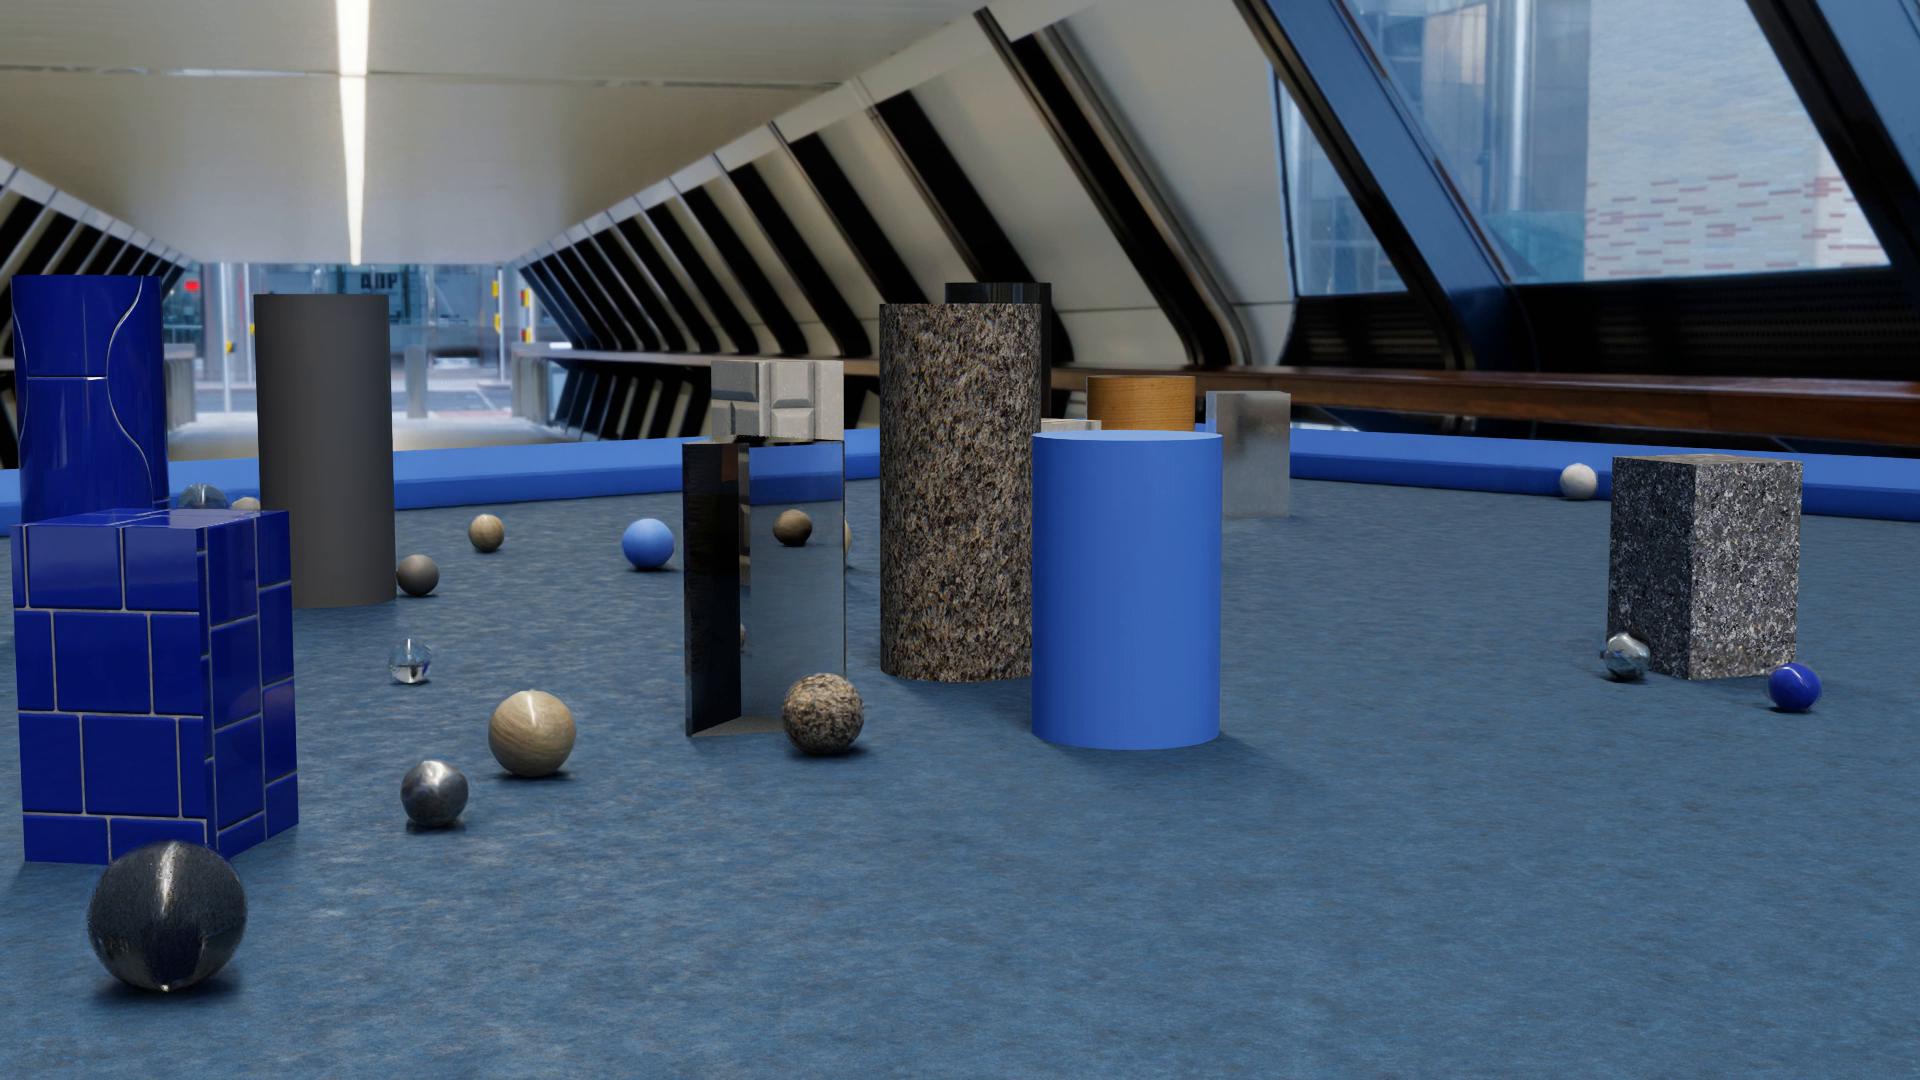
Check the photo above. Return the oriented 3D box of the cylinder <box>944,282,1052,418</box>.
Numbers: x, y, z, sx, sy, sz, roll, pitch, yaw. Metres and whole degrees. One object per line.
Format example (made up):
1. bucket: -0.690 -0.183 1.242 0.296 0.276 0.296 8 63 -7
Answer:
1. cylinder: 0.071 -0.232 4.121 0.200 0.497 0.200 0 6 0

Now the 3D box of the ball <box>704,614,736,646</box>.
1. ball: -0.319 0.120 2.929 0.044 0.044 0.044 0 6 0

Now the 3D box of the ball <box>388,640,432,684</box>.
1. ball: -0.661 0.145 2.640 0.053 0.053 0.053 0 6 0

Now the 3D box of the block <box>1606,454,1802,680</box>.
1. block: 0.929 0.029 2.751 0.160 0.261 0.160 -2 6 -20

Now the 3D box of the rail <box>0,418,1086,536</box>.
1. rail: -1.378 -0.121 4.817 4.836 0.130 0.045 -5 8 -42

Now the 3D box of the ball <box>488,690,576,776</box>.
1. ball: -0.411 0.185 2.109 0.083 0.083 0.083 0 6 0

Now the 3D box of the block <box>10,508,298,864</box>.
1. block: -0.668 0.118 1.838 0.160 0.274 0.160 1 6 9

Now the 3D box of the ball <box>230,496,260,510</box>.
1. ball: -1.431 -0.050 4.420 0.073 0.073 0.073 0 6 0

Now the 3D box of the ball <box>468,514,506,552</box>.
1. ball: -0.881 -0.013 4.090 0.068 0.068 0.068 0 6 0

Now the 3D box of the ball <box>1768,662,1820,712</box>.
1. ball: 0.931 0.164 2.454 0.054 0.054 0.054 0 6 0

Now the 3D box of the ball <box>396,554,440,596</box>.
1. ball: -0.849 0.055 3.446 0.065 0.065 0.065 0 6 0

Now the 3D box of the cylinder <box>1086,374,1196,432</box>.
1. cylinder: 0.330 -0.136 4.026 0.200 0.326 0.200 0 6 0

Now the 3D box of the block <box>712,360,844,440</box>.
1. block: -0.304 -0.117 3.662 0.160 0.362 0.160 -4 7 -35

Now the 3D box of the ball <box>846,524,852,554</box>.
1. ball: -0.240 -0.003 3.836 0.100 0.100 0.100 0 6 0

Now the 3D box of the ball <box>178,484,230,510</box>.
1. ball: -1.524 -0.063 4.432 0.097 0.097 0.097 0 6 0

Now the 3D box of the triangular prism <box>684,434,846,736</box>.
1. triangular prism: -0.229 0.043 2.390 0.173 0.308 0.150 -2 6 -19

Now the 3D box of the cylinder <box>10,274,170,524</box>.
1. cylinder: -1.236 -0.128 3.138 0.200 0.494 0.200 0 6 0

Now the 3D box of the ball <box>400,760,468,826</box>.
1. ball: -0.456 0.219 1.906 0.058 0.058 0.058 0 6 0

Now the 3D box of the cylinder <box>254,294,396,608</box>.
1. cylinder: -0.977 -0.142 3.387 0.200 0.470 0.200 0 6 0

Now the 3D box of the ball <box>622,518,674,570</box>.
1. ball: -0.537 0.007 3.797 0.089 0.089 0.089 0 6 0

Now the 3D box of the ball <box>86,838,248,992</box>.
1. ball: -0.520 0.246 1.445 0.099 0.099 0.099 0 6 0

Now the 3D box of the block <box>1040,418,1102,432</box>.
1. block: 0.103 -0.042 3.345 0.160 0.279 0.160 4 7 36

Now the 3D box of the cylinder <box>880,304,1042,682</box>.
1. cylinder: 0.000 -0.065 2.724 0.200 0.453 0.200 0 6 0

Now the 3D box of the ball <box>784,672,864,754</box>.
1. ball: -0.137 0.175 2.215 0.082 0.082 0.082 0 6 0

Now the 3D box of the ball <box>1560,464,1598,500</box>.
1. ball: 1.457 -0.137 5.185 0.087 0.087 0.087 0 6 0

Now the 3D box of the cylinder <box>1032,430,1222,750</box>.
1. cylinder: 0.175 0.047 2.322 0.200 0.315 0.200 0 6 0

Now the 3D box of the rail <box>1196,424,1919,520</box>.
1. rail: 1.760 -0.134 4.947 0.045 0.130 4.111 -5 8 -42

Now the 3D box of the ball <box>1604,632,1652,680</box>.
1. ball: 0.809 0.140 2.664 0.058 0.058 0.058 0 6 0

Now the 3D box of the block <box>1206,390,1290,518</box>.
1. block: 0.630 -0.190 4.828 0.160 0.268 0.160 0 6 -2
